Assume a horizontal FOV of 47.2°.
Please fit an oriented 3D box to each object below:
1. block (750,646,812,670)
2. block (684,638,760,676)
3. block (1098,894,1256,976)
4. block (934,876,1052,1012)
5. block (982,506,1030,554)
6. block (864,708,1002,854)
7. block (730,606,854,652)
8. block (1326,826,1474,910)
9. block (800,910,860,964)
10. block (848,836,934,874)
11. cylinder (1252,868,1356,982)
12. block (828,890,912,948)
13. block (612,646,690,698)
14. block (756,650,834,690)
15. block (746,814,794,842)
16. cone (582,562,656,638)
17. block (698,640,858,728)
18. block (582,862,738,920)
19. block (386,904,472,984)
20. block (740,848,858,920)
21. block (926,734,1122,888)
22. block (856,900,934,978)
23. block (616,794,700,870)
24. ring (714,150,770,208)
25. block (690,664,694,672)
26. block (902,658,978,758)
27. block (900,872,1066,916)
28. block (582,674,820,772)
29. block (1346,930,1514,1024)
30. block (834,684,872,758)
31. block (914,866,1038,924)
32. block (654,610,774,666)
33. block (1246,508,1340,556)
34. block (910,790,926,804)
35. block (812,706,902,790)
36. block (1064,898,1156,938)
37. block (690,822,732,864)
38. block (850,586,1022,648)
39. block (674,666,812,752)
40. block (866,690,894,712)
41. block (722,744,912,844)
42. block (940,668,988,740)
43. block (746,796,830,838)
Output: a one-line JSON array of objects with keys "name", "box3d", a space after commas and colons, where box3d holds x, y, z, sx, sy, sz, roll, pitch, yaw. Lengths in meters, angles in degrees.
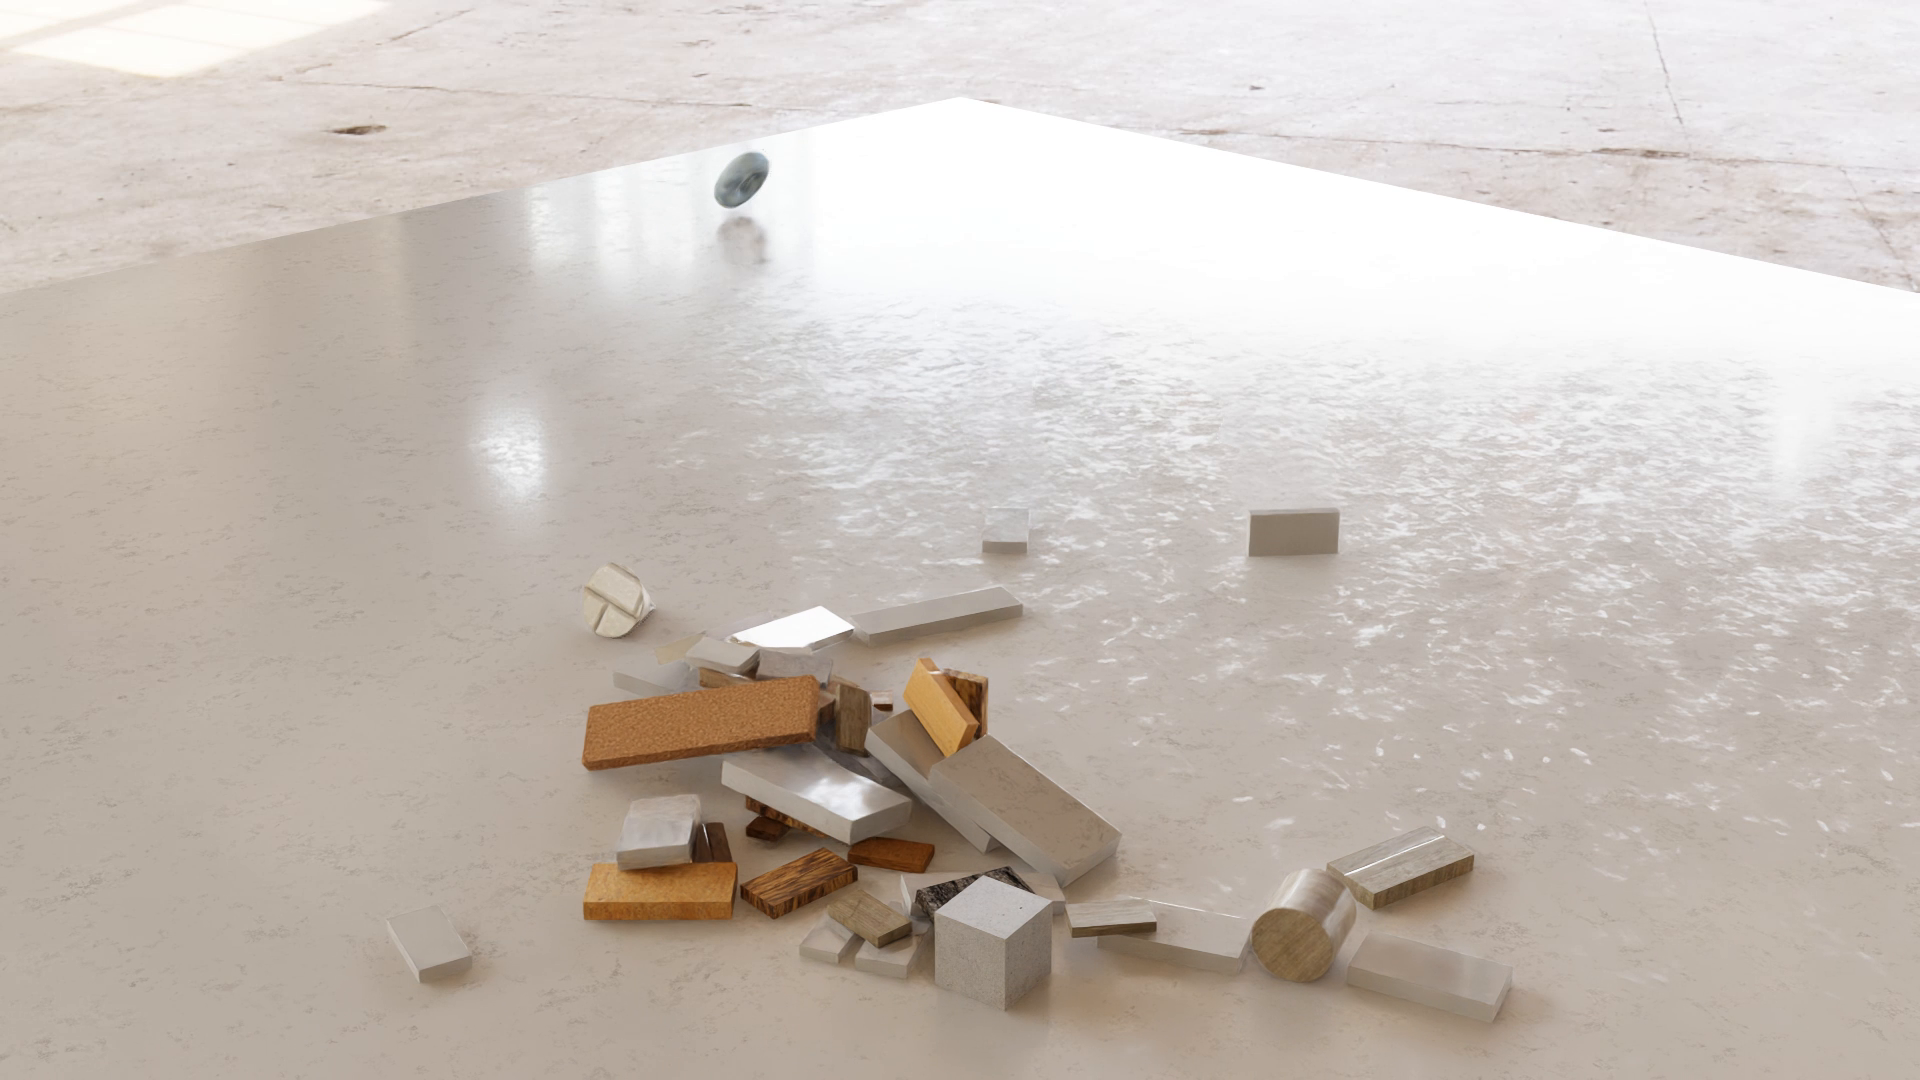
[{"name": "block", "box3d": [-0.385, 0.253, 4.709, 0.131, 0.019, 0.066, 1, 26, -1]}, {"name": "block", "box3d": [-0.507, 0.248, 4.689, 0.149, 0.021, 0.075, 10, 34, 32]}, {"name": "block", "box3d": [0.395, 0.720, 4.016, 0.261, 0.037, 0.130, 8, 24, 18]}, {"name": "block", "box3d": [0.060, 0.712, 3.892, 0.149, 0.149, 0.149, 15, 27, 32]}, {"name": "block", "box3d": [0.122, -0.027, 5.781, 0.117, 0.033, 0.233, 1, 23, 3]}, {"name": "block", "box3d": [-0.008, 0.473, 4.437, 0.354, 0.050, 0.177, 39, 41, 28]}, {"name": "block", "box3d": [-0.383, 0.221, 5.047, 0.103, 0.029, 0.400, 31, 19, 19]}, {"name": "block", "box3d": [0.847, 0.629, 4.231, 0.261, 0.037, 0.131, -14, 27, -30]}, {"name": "block", "box3d": [-0.228, 0.720, 4.035, 0.077, 0.022, 0.154, 9, 24, 19]}, {"name": "block", "box3d": [-0.134, 0.612, 4.290, 0.154, 0.022, 0.077, 6, 24, 15]}, {"name": "cylinder", "box3d": [0.618, 0.690, 3.946, 0.148, 0.148, 0.148, 11, 25, 24]}, {"name": "block", "box3d": [-0.166, 0.693, 4.031, 0.078, 0.022, 0.156, -20, 27, -35]}, {"name": "block", "box3d": [-0.624, 0.320, 4.953, 0.290, 0.041, 0.145, 15, 27, 31]}, {"name": "block", "box3d": [-0.348, 0.274, 4.642, 0.149, 0.021, 0.075, 6, 40, 5]}, {"name": "block", "box3d": [-0.369, 0.563, 4.389, 0.066, 0.019, 0.131, 11, 19, 19]}, {"name": "cone", "box3d": [-0.785, 0.153, 5.297, 0.178, 0.178, 0.178, 13, 0, 28]}, {"name": "block", "box3d": [-0.386, 0.308, 4.669, 0.309, 0.044, 0.154, 19, 31, 31]}, {"name": "block", "box3d": [-0.563, 0.663, 4.150, 0.275, 0.039, 0.137, 0, 23, 0]}, {"name": "block", "box3d": [-0.965, 0.733, 3.998, 0.097, 0.028, 0.194, -13, 26, -27]}, {"name": "block", "box3d": [-0.306, 0.652, 4.187, 0.203, 0.029, 0.102, -20, 30, -38]}, {"name": "block", "box3d": [0.126, 0.528, 4.319, 0.354, 0.050, 0.177, 35, 38, 26]}, {"name": "block", "box3d": [-0.112, 0.728, 4.011, 0.097, 0.028, 0.194, 7, 24, 16]}, {"name": "block", "box3d": [-0.587, 0.569, 4.298, 0.137, 0.039, 0.275, -6, 14, -1]}, {"name": "ring", "box3d": [-0.877, -1.450, 8.840, 0.092, 0.275, 0.275, 45, 38, 12]}, {"name": "block", "box3d": [-0.452, 0.328, 4.850, 0.145, 0.041, 0.290, -19, 43, -38]}, {"name": "block", "box3d": [-0.041, 0.345, 4.464, 0.029, 0.103, 0.206, -3, 39, -36]}, {"name": "block", "box3d": [0.043, 0.663, 4.117, 0.295, 0.029, 0.102, 2, 22, -13]}, {"name": "block", "box3d": [-0.540, 0.381, 4.572, 0.507, 0.039, 0.137, -9, 53, 15]}, {"name": "block", "box3d": [0.832, 0.771, 3.896, 0.261, 0.037, 0.131, 11, 26, 25]}, {"name": "block", "box3d": [-0.221, 0.376, 4.562, 0.075, 0.021, 0.149, 19, 49, -28]}, {"name": "block", "box3d": [0.031, 0.661, 4.043, 0.203, 0.029, 0.102, -10, 33, -31]}, {"name": "block", "box3d": [-0.557, 0.223, 5.021, 0.145, 0.041, 0.290, -19, -1, 26]}, {"name": "block", "box3d": [0.857, -0.020, 5.660, 0.233, 0.117, 0.033, -2, 23, -5]}, {"name": "block", "box3d": [-0.093, 0.473, 4.531, 0.075, 0.021, 0.150, -23, 60, -42]}, {"name": "block", "box3d": [-0.221, 0.410, 4.637, 0.309, 0.044, 0.154, 34, 40, 31]}, {"name": "block", "box3d": [0.274, 0.690, 4.012, 0.156, 0.022, 0.078, -3, 23, -7]}, {"name": "block", "box3d": [-0.493, 0.604, 4.309, 0.077, 0.022, 0.154, -5, 24, -12]}, {"name": "block", "box3d": [-0.056, 0.183, 5.288, 0.405, 0.033, 0.117, -10, 25, -23]}, {"name": "block", "box3d": [-0.457, 0.372, 4.701, 0.309, 0.044, 0.154, 19, 34, 11]}, {"name": "block", "box3d": [-0.215, 0.358, 4.893, 0.131, 0.019, 0.066, -1, 23, -2]}, {"name": "block", "box3d": [-0.288, 0.502, 4.396, 0.354, 0.050, 0.177, 19, 21, 36]}, {"name": "block", "box3d": [0.005, 0.378, 4.606, 0.103, 0.206, 0.029, 11, 23, 25]}, {"name": "block", "box3d": [-0.321, 0.539, 4.394, 0.194, 0.028, 0.097, 16, 19, 28]}]
